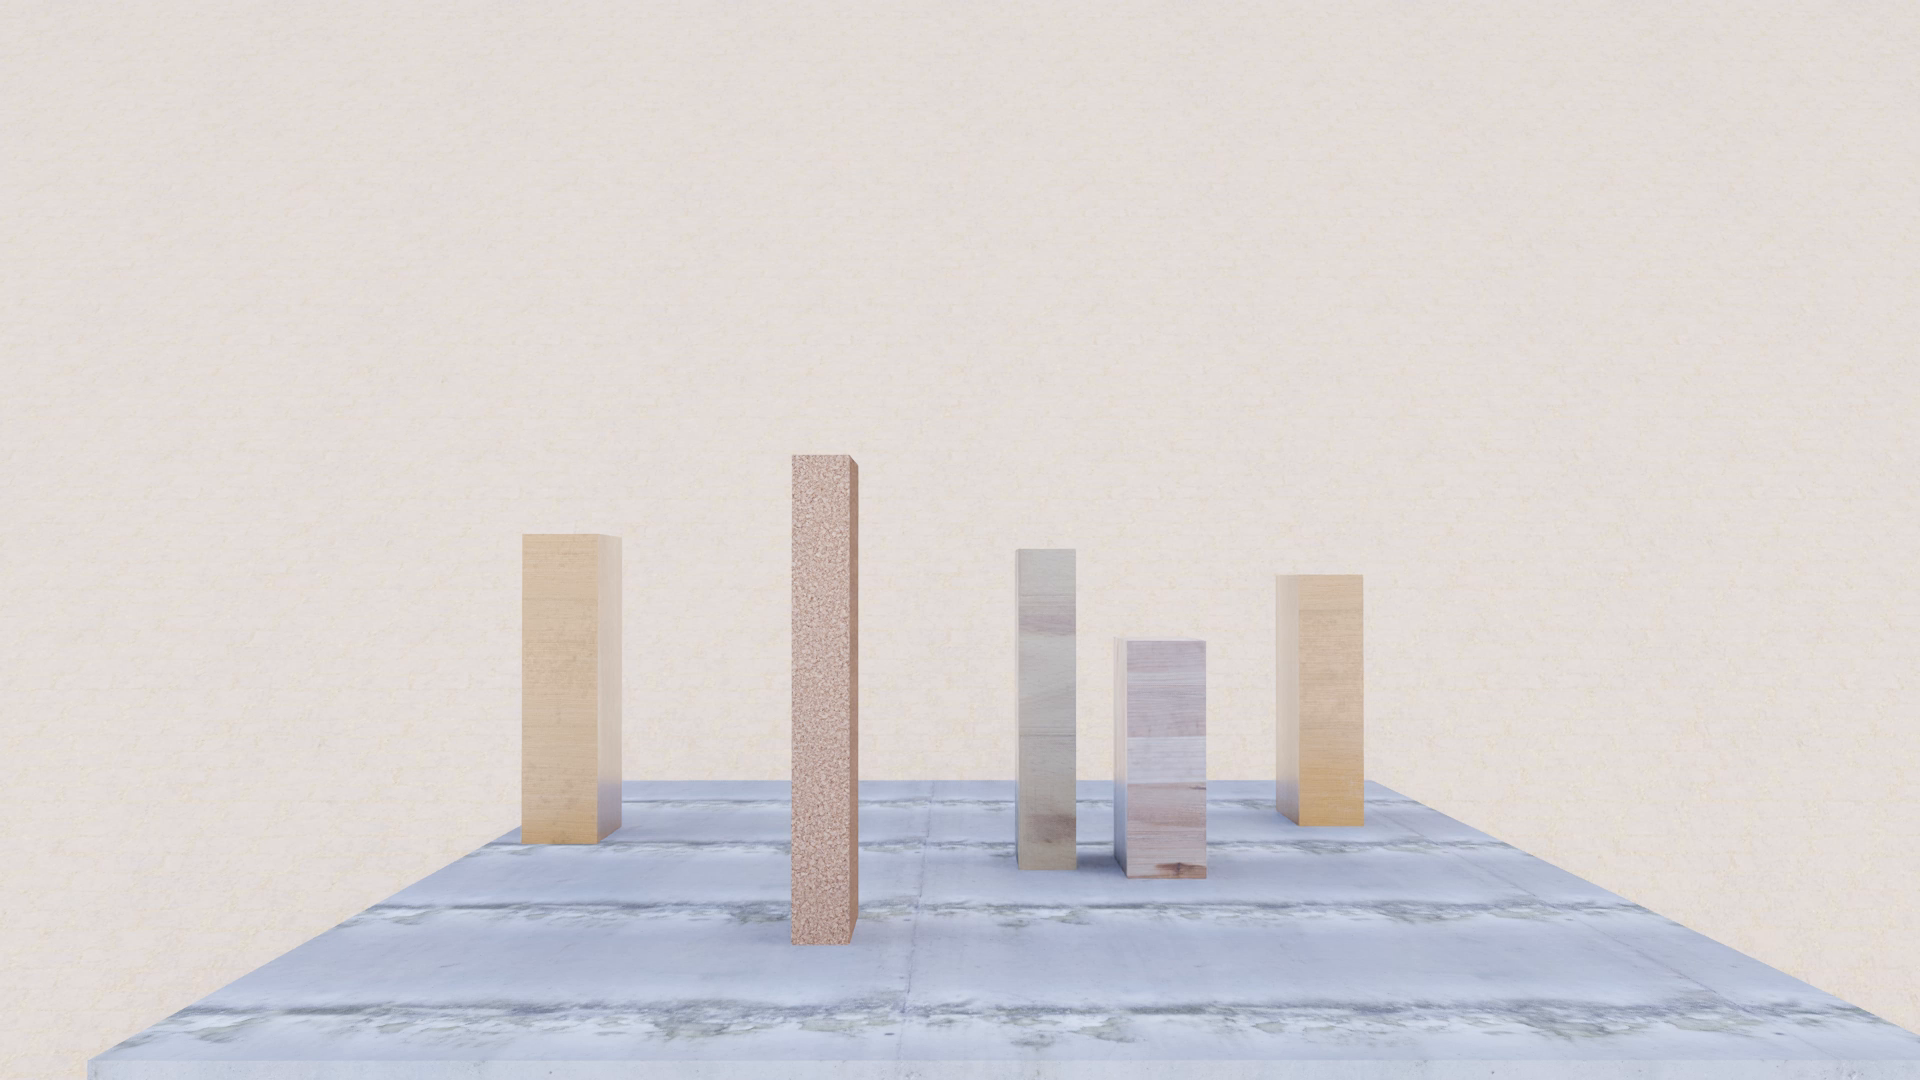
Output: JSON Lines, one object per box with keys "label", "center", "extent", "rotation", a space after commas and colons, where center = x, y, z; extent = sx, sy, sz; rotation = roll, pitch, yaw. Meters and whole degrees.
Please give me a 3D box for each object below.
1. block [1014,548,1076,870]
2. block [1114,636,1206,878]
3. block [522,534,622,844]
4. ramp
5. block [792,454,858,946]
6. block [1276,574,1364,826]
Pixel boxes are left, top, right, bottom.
{"label": "block", "center": [0.155, 0.304, 4.766], "extent": [0.102, 0.571, 0.319], "rotation": [0, -1, 0]}
{"label": "block", "center": [0.356, 0.382, 4.664], "extent": [0.137, 0.410, 0.387], "rotation": [0, -1, 0]}
{"label": "block", "center": [-0.786, 0.295, 5.272], "extent": [0.149, 0.608, 0.368], "rotation": [0, -1, 0]}
{"label": "ramp", "center": [0.073, 0.639, 4.751], "extent": [2.000, 0.100, 4.000], "rotation": [0, -1, 0]}
{"label": "block", "center": [-0.196, 0.227, 3.812], "extent": [0.082, 0.689, 0.330], "rotation": [0, -1, 0]}
{"label": "block", "center": [0.780, 0.341, 5.649], "extent": [0.136, 0.529, 0.398], "rotation": [0, -1, 0]}
